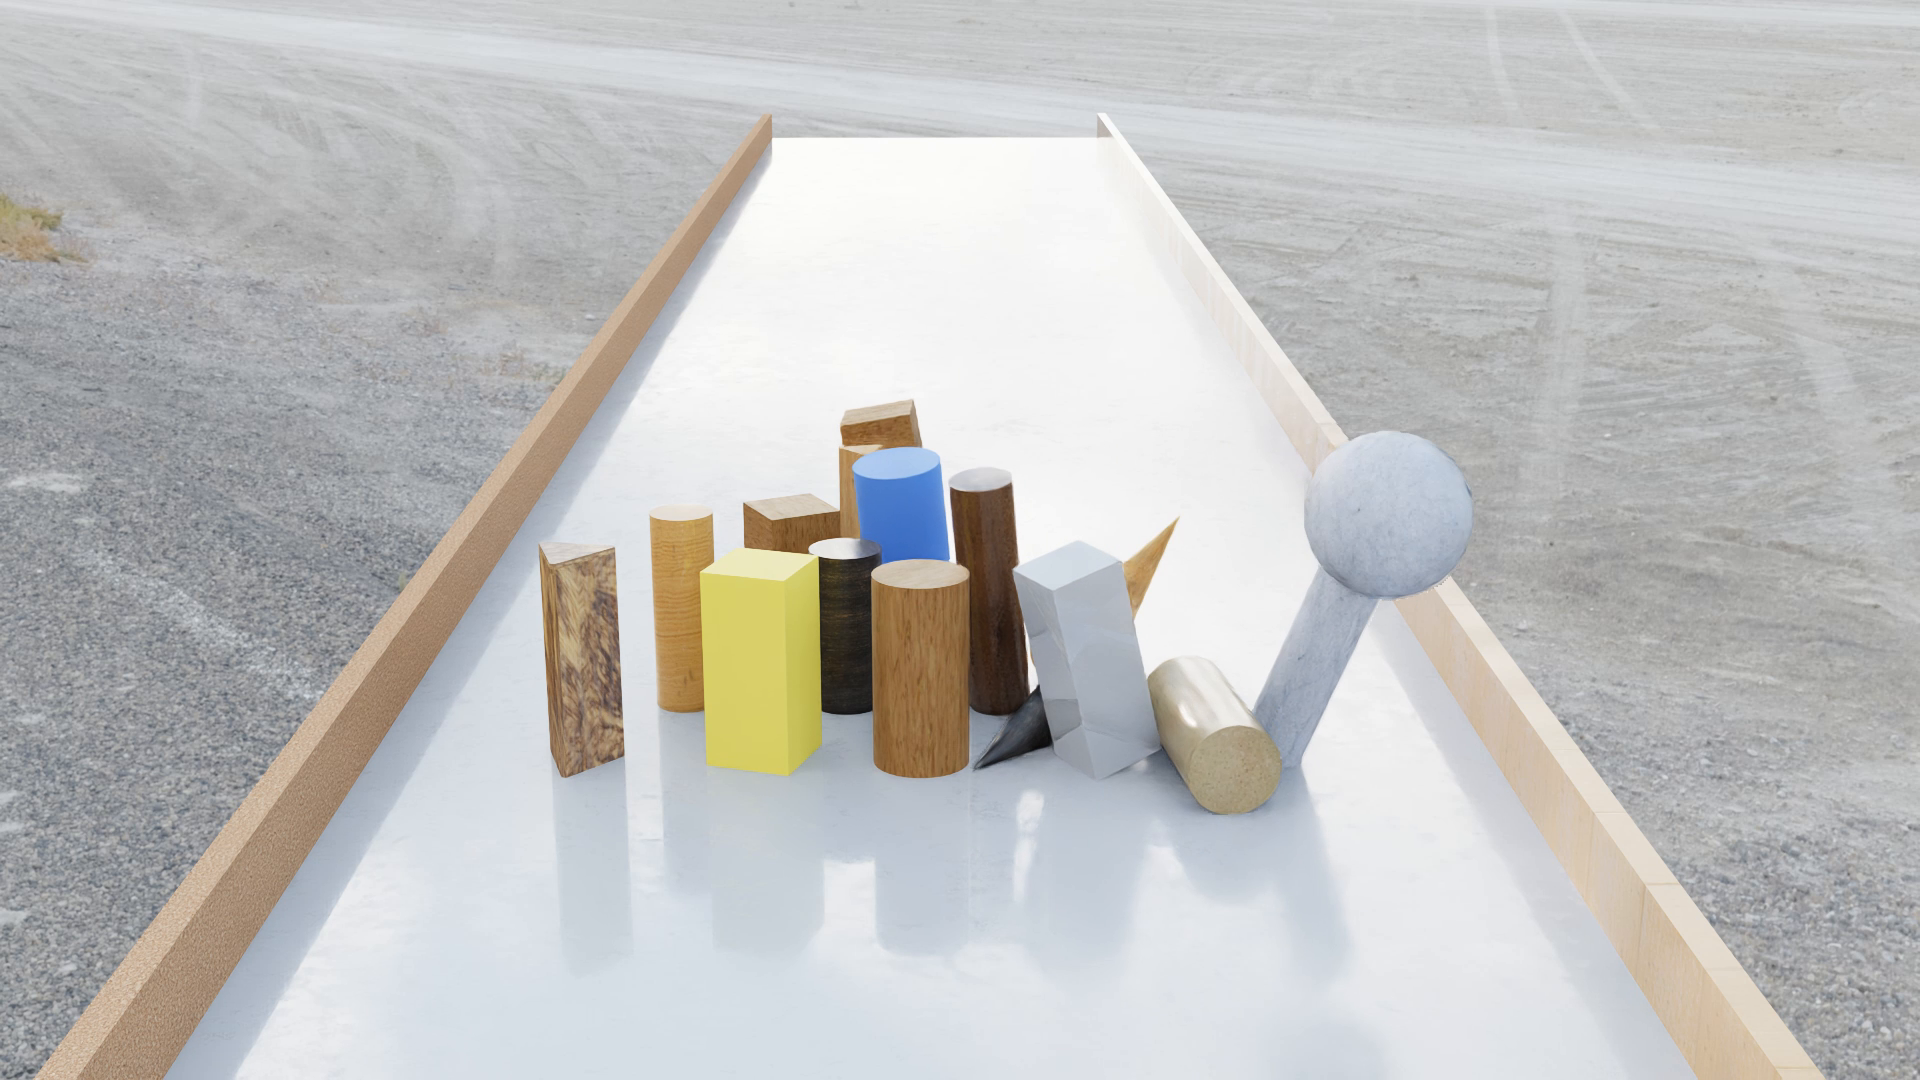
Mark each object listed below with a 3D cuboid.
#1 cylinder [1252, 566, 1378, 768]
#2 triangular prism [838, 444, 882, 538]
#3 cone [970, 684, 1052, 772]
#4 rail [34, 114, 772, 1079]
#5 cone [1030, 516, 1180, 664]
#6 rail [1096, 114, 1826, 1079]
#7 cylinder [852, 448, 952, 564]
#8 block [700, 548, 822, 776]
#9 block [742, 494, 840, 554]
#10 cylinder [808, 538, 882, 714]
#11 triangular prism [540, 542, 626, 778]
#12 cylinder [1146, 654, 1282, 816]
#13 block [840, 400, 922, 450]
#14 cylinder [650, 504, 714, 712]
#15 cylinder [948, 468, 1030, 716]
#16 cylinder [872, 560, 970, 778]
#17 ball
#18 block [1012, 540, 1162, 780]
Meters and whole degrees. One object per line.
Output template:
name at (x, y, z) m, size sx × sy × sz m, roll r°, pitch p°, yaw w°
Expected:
cylinder at (0.610, 0.212, 3.821) m, size 0.114 × 0.380 × 0.114 m, roll 16°, pitch 28°, yaw -9°
triangular prism at (-0.192, -0.012, 4.614) m, size 0.079 × 0.373 × 0.091 m, roll -15°, pitch 22°, yaw -40°
cone at (0.130, 0.338, 3.952) m, size 0.321 × 0.165 × 0.165 m, roll -32°, pitch 32°, yaw -35°
rail at (-1.118, -0.838, 7.780) m, size 0.050 × 0.150 × 12.000 m, roll 0°, pitch 17°, yaw -1°
cone at (0.305, 0.098, 4.127) m, size 0.167 × 0.417 × 0.167 m, roll 23°, pitch 34°, yaw -17°
rail at (0.932, -0.844, 7.801) m, size 0.050 × 0.150 × 12.000 m, roll 0°, pitch 17°, yaw -1°
cylinder at (-0.104, 0.038, 4.346) m, size 0.172 × 0.409 × 0.172 m, roll -5°, pitch 23°, yaw 2°
block at (-0.349, 0.213, 3.885) m, size 0.156 × 0.357 × 0.156 m, roll 5°, pitch 17°, yaw 18°
block at (-0.334, 0.084, 4.394) m, size 0.146 × 0.314 × 0.146 m, roll -8°, pitch 19°, yaw -26°
cylinder at (-0.214, 0.162, 4.146) m, size 0.137 × 0.306 × 0.137 m, roll 0°, pitch 17°, yaw 0°
triangular prism at (-0.690, 0.201, 3.865) m, size 0.120 × 0.390 × 0.139 m, roll 14°, pitch 22°, yaw 39°
cylinder at (0.432, 0.334, 3.824) m, size 0.161 × 0.161 × 0.353 m, roll -2°, pitch 17°, yaw -8°
block at (-0.145, -0.093, 4.821) m, size 0.153 × 0.387 × 0.153 m, roll -9°, pitch 15°, yaw 5°
cylinder at (-0.518, 0.128, 4.136) m, size 0.118 × 0.376 × 0.118 m, roll 0°, pitch 17°, yaw 0°
cylinder at (0.057, 0.097, 4.081) m, size 0.117 × 0.454 × 0.117 m, roll -4°, pitch 23°, yaw 2°
cylinder at (-0.069, 0.225, 3.863) m, size 0.171 × 0.347 × 0.171 m, roll 0°, pitch 17°, yaw 0°
ball at (0.686, -0.041, 3.524) m, size 0.269 × 0.269 × 0.269 m, roll 0°, pitch 17°, yaw 0°
block at (0.222, 0.209, 3.829) m, size 0.139 × 0.374 × 0.139 m, roll -23°, pitch 25°, yaw -21°
